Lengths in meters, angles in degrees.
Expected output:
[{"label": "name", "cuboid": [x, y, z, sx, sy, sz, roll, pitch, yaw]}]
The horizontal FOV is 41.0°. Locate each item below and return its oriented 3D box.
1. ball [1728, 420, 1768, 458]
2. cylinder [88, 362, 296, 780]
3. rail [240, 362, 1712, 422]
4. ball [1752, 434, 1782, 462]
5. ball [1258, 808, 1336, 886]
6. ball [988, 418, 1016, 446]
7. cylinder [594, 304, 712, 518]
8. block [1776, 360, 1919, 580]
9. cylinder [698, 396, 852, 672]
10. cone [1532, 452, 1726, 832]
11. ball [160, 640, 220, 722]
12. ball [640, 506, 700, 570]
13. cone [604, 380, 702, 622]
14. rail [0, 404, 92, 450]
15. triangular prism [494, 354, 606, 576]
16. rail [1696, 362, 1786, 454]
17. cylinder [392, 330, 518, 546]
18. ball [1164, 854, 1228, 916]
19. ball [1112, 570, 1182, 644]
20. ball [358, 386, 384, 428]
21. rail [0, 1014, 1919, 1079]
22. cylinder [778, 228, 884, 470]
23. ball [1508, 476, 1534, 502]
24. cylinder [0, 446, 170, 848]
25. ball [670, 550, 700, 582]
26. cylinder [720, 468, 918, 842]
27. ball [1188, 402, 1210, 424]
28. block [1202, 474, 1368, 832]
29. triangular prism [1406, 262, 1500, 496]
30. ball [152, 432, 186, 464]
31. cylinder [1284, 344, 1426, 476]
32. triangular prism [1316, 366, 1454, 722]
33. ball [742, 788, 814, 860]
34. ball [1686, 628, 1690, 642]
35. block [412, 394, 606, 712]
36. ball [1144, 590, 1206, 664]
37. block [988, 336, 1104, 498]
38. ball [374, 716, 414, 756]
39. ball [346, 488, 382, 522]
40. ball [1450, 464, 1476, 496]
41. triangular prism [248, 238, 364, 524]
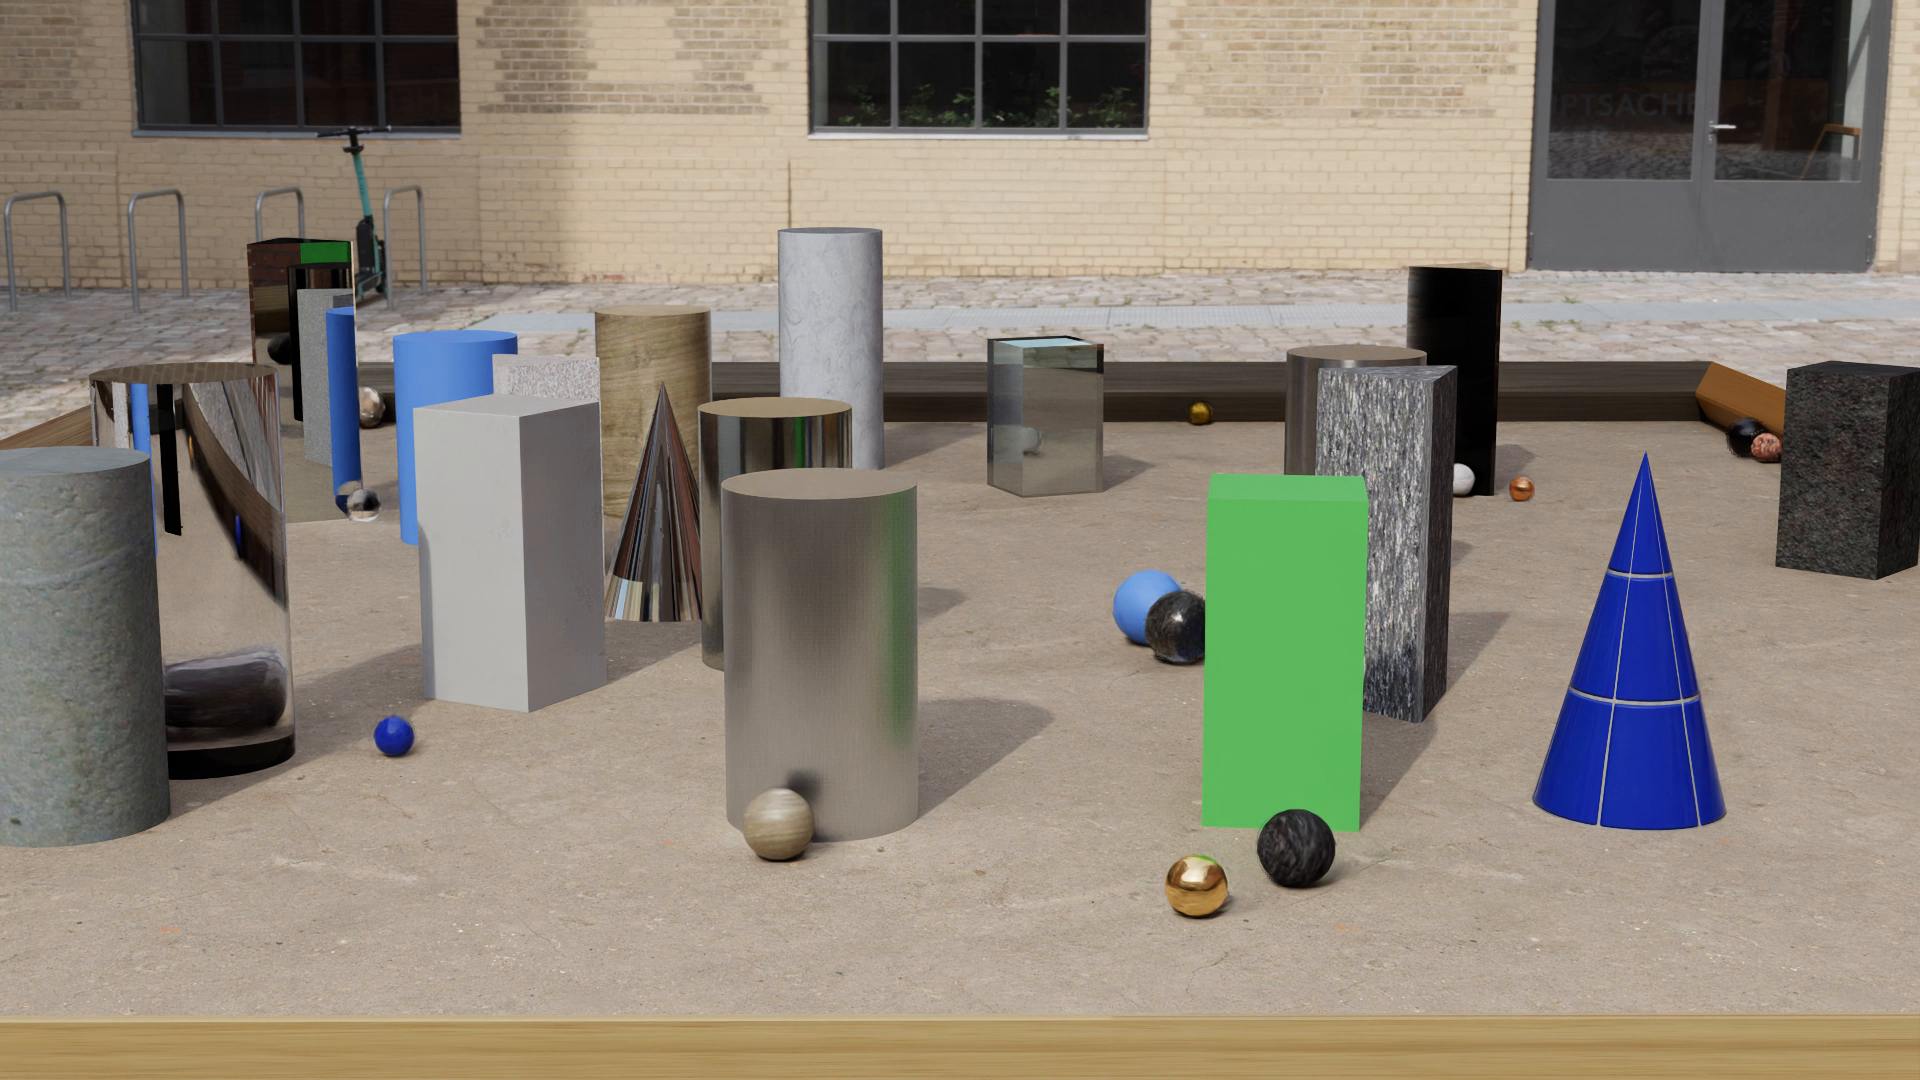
[{"label": "ball", "cuboid": [1.467, -0.189, 4.774, 0.071, 0.071, 0.071, 0, 11, 0]}, {"label": "cylinder", "cuboid": [-0.802, 0.028, 2.690, 0.188, 0.409, 0.188, 0, 11, 0]}, {"label": "rail", "cuboid": [-0.010, -0.299, 5.218, 3.096, 0.122, 0.045, 0, 11, 0]}, {"label": "ball", "cuboid": [1.483, -0.170, 4.718, 0.053, 0.053, 0.053, 0, 11, 0]}, {"label": "ball", "cuboid": [0.301, 0.275, 2.293, 0.069, 0.069, 0.069, 0, 11, 0]}, {"label": "ball", "cuboid": [0.080, -0.207, 4.920, 0.053, 0.053, 0.053, 0, 11, 0]}, {"label": "cylinder", "cuboid": [-0.498, -0.211, 4.186, 0.188, 0.329, 0.188, 0, 11, 0]}, {"label": "block", "cuboid": [1.296, -0.104, 3.725, 0.150, 0.290, 0.150, 9, 14, 41]}, {"label": "cylinder", "cuboid": [-0.225, -0.008, 3.143, 0.188, 0.313, 0.188, 0, 11, 0]}, {"label": "cone", "cuboid": [0.664, 0.087, 2.516, 0.188, 0.356, 0.188, 0, 11, 0]}, {"label": "ball", "cuboid": [-0.874, 0.157, 2.862, 0.092, 0.092, 0.092, 0, 11, 0]}, {"label": "ball", "cuboid": [-0.415, -0.002, 3.712, 0.093, 0.093, 0.093, 0, 11, 0]}, {"label": "cone", "cuboid": [-0.395, -0.061, 3.440, 0.188, 0.309, 0.188, 0, 11, 0]}, {"label": "rail", "cuboid": [-1.524, 0.033, 3.441, 0.045, 0.122, 3.647, 0, 11, 0]}, {"label": "triangular prism", "cuboid": [-0.616, -0.102, 3.648, 0.162, 0.314, 0.141, -10, 15, -43]}, {"label": "rail", "cuboid": [1.524, 0.030, 3.458, 0.045, 0.122, 3.647, 0, 11, 0]}, {"label": "cylinder", "cuboid": [-0.772, -0.158, 3.954, 0.188, 0.312, 0.188, 0, 11, 0]}, {"label": "ball", "cuboid": [0.204, 0.298, 2.212, 0.054, 0.054, 0.054, 0, 11, 0]}, {"label": "ball", "cuboid": [0.240, 0.085, 3.244, 0.093, 0.093, 0.093, 0, 11, 0]}, {"label": "ball", "cuboid": [-1.198, -0.266, 5.153, 0.084, 0.084, 0.084, 0, 11, 0]}, {"label": "rail", "cuboid": [0.010, 0.362, 1.680, 3.096, 0.122, 0.045, 0, 11, 0]}, {"label": "cylinder", "cuboid": [-0.232, -0.342, 4.622, 0.188, 0.428, 0.188, 0, 11, 0]}, {"label": "ball", "cuboid": [0.941, -0.086, 4.302, 0.041, 0.041, 0.041, 0, 11, 0]}, {"label": "cylinder", "cuboid": [-0.867, 0.098, 2.467, 0.188, 0.353, 0.188, 0, 11, 0]}, {"label": "ball", "cuboid": [-0.388, 0.036, 3.637, 0.046, 0.046, 0.046, 0, 11, 0]}, {"label": "cylinder", "cuboid": [-0.135, 0.107, 2.485, 0.188, 0.329, 0.188, 0, 11, 0]}, {"label": "ball", "cuboid": [0.485, -0.257, 5.203, 0.047, 0.047, 0.047, 0, 11, 0]}, {"label": "block", "cuboid": [0.317, 0.107, 2.510, 0.150, 0.321, 0.150, 1, 11, 7]}, {"label": "triangular prism", "cuboid": [0.867, -0.281, 4.418, 0.162, 0.383, 0.141, 6, 12, 29]}, {"label": "ball", "cuboid": [-1.453, -0.170, 4.709, 0.059, 0.059, 0.059, 0, 11, 0]}, {"label": "cylinder", "cuboid": [0.535, -0.087, 3.494, 0.188, 0.339, 0.188, 0, 11, 0]}, {"label": "triangular prism", "cuboid": [0.513, -0.004, 2.931, 0.141, 0.383, 0.162, -9, 14, -39]}, {"label": "ball", "cuboid": [-0.169, 0.262, 2.369, 0.067, 0.067, 0.067, 0, 11, 0]}, {"label": "ball", "cuboid": [0.872, 0.123, 3.157, 0.051, 0.051, 0.051, 0, 11, 0]}, {"label": "block", "cuboid": [-0.519, 0.011, 2.973, 0.150, 0.338, 0.150, 6, 12, 28]}, {"label": "ball", "cuboid": [0.271, 0.107, 3.140, 0.089, 0.089, 0.089, 0, 11, 0]}, {"label": "block", "cuboid": [0.146, -0.214, 4.407, 0.150, 0.255, 0.150, -4, 11, -23]}, {"label": "ball", "cuboid": [-0.601, 0.208, 2.725, 0.042, 0.042, 0.042, 0, 11, 0]}, {"label": "ball", "cuboid": [-0.953, -0.055, 4.103, 0.055, 0.055, 0.055, 0, 11, 0]}, {"label": "ball", "cuboid": [0.844, -0.101, 4.346, 0.056, 0.056, 0.056, 0, 11, 0]}, {"label": "triangular prism", "cuboid": [-1.068, -0.260, 4.139, 0.162, 0.445, 0.141, -5, 12, -25]}]
